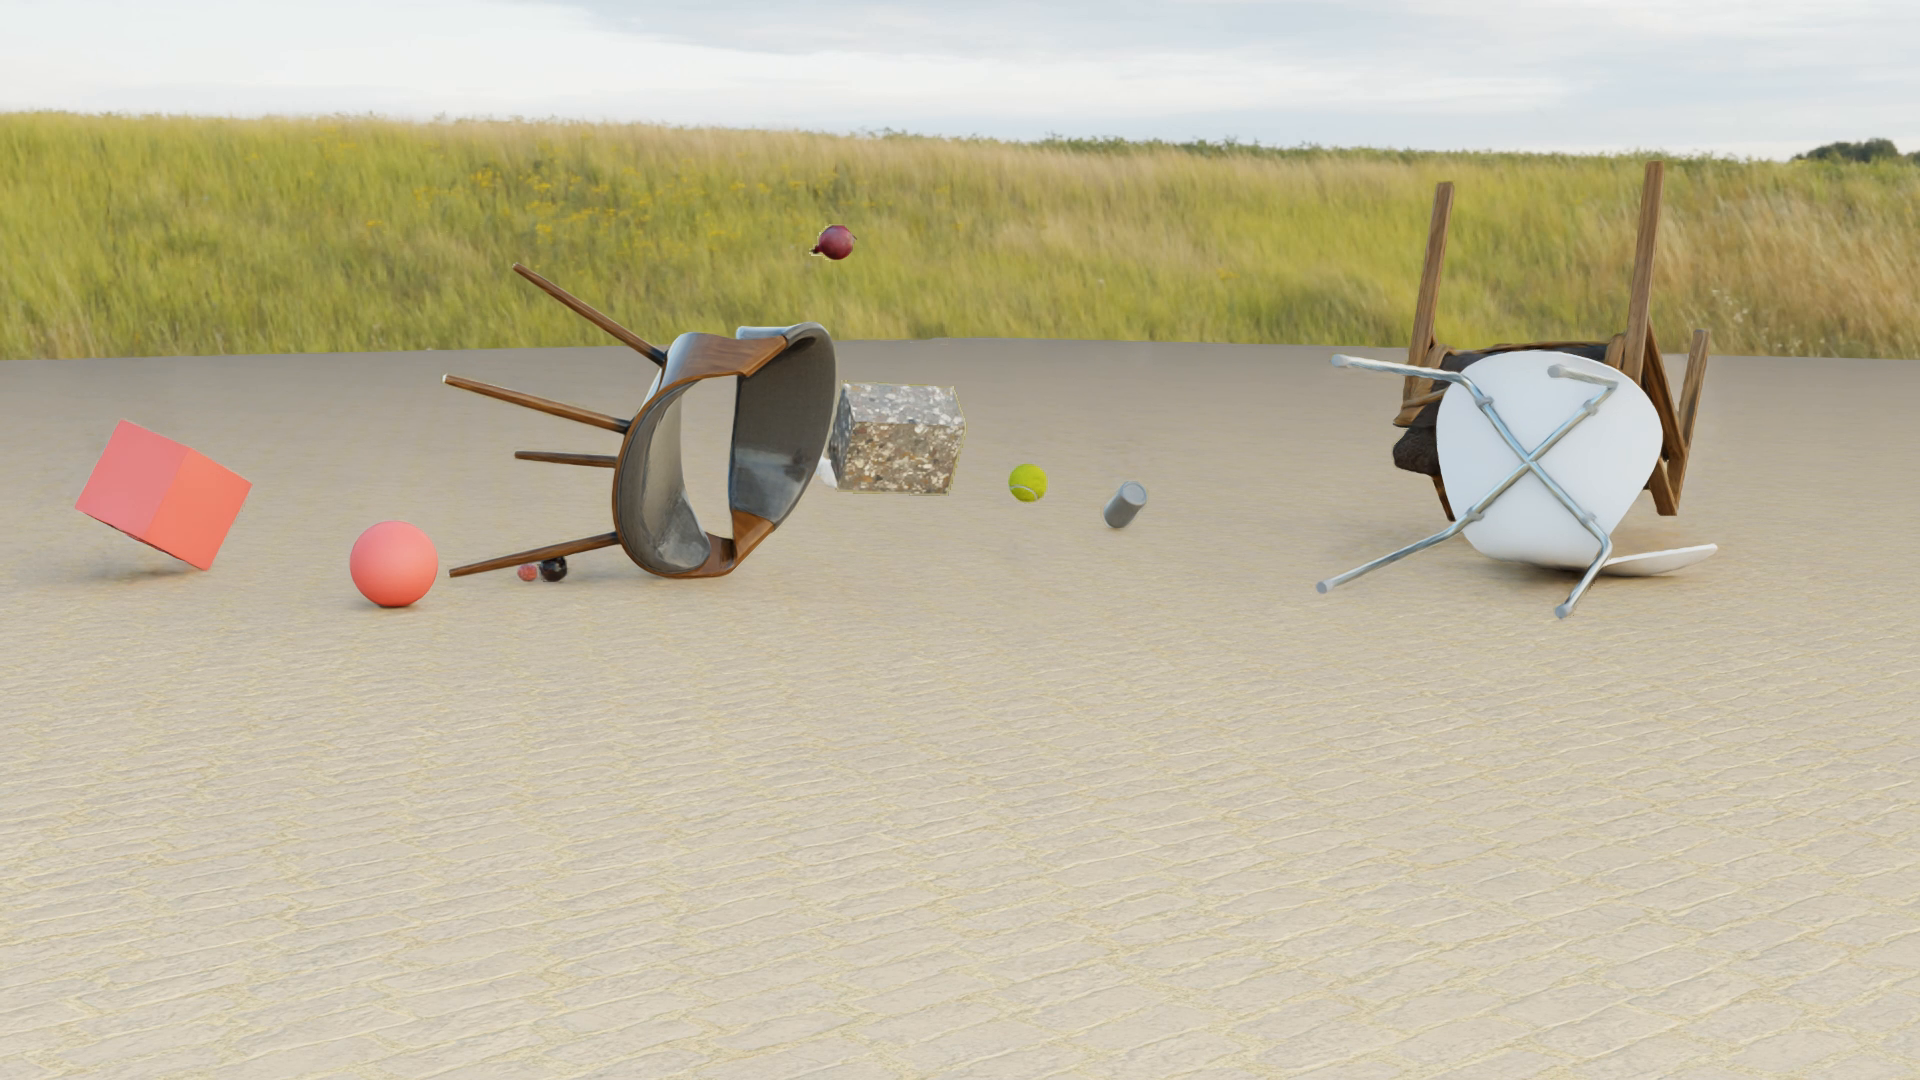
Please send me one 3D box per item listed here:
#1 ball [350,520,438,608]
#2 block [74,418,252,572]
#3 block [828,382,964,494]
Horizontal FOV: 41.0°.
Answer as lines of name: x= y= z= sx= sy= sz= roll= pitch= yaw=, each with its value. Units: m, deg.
ball: x=-1.127 y=0.047 z=5.109 sx=0.173 sy=0.173 sz=0.173 roll=0 pitch=6 yaw=0
block: x=-1.761 y=-0.098 z=5.680 sx=0.212 sy=0.220 sz=0.235 roll=21 pitch=-10 yaw=25
block: x=-0.137 y=-0.215 z=5.433 sx=0.238 sy=0.183 sz=0.133 roll=2 pitch=40 yaw=-18
